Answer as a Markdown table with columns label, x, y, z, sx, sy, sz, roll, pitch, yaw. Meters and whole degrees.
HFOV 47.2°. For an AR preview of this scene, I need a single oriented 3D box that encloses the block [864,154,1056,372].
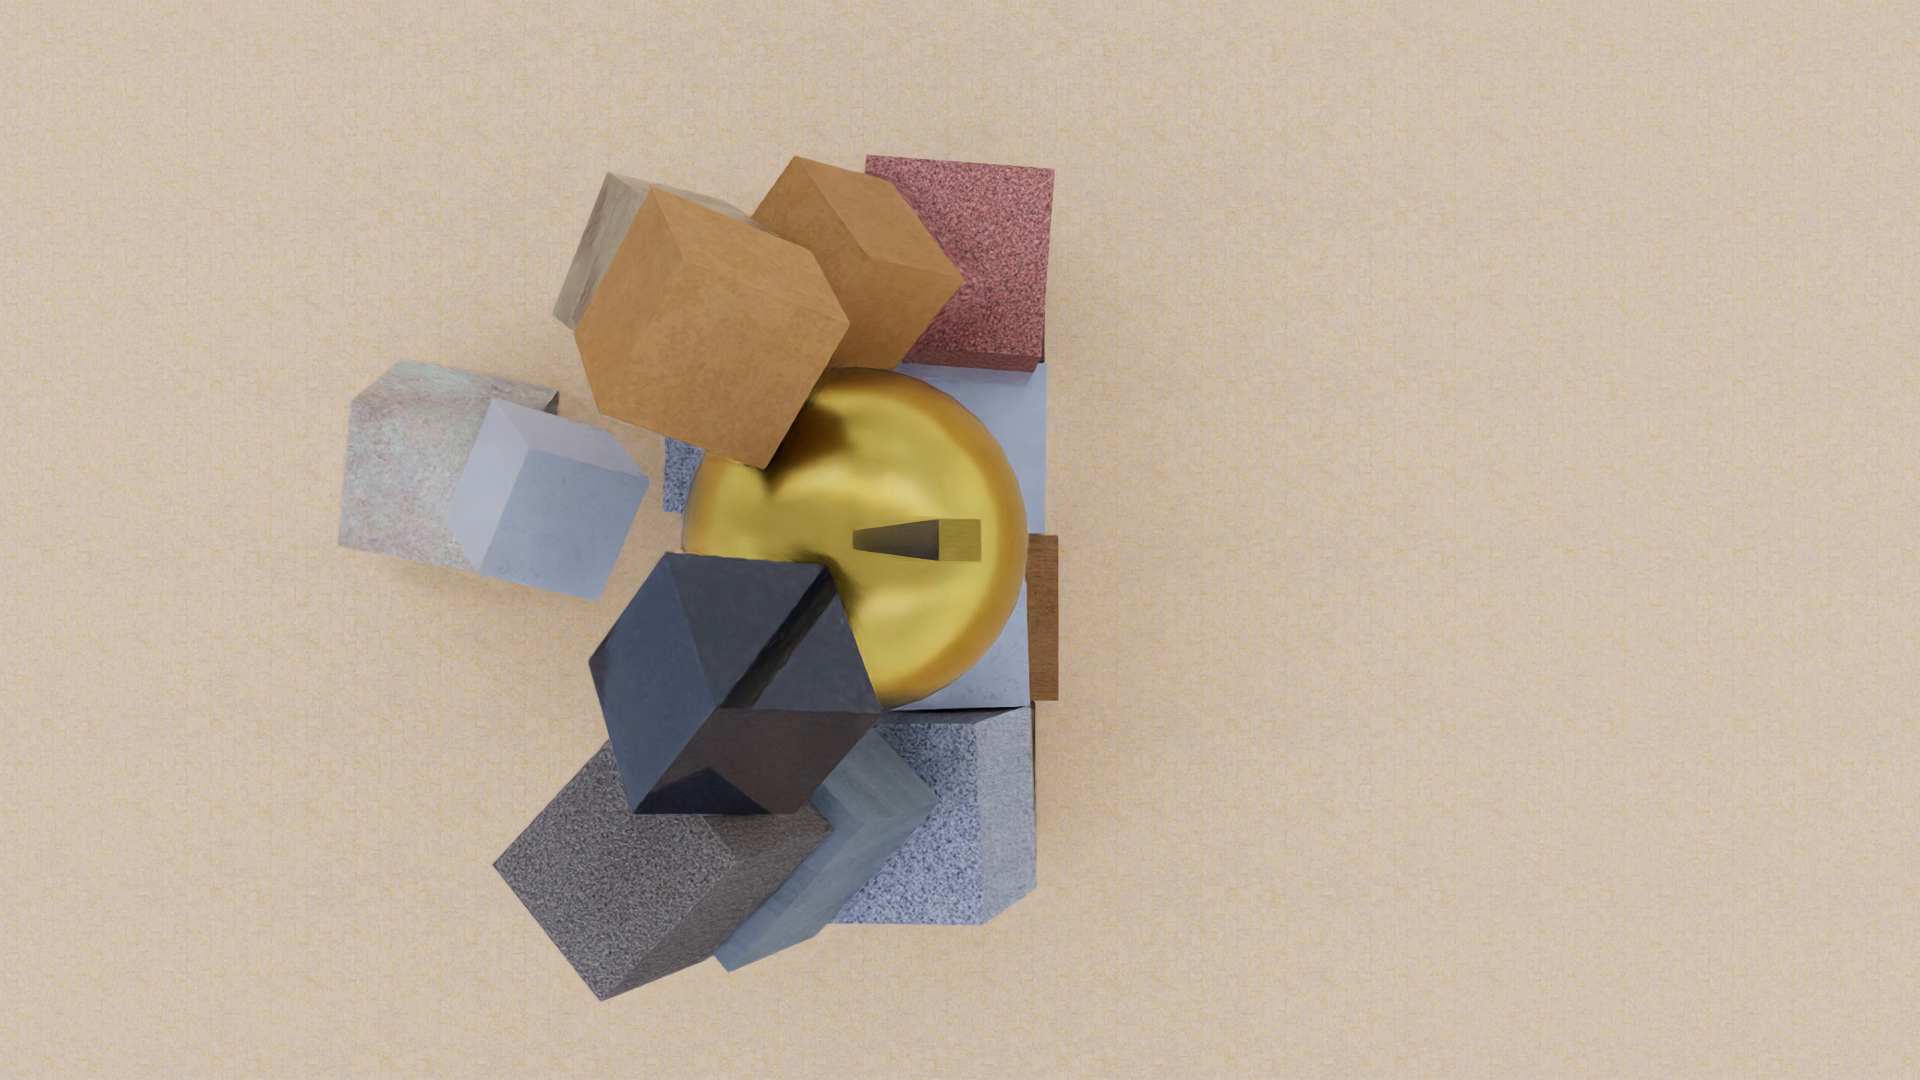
| label | x | y | z | sx | sy | sz | roll | pitch | yaw |
| --- | --- | --- | --- | --- | --- | --- | --- | --- | --- |
| block | -0.032 | -1.416 | 11.465 | 0.943 | 1.037 | 0.938 | 4 | 90 | 0 |

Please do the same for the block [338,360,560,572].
| label | x | y | z | sx | sy | sz | roll | pitch | yaw |
| --- | --- | --- | --- | --- | --- | --- | --- | --- | --- |
| block | -2.876 | -0.418 | 12.432 | 0.931 | 0.906 | 0.845 | 11 | 109 | 0 |

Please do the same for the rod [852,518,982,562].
| label | x | y | z | sx | sy | sz | roll | pitch | yaw |
| --- | --- | --- | --- | --- | --- | --- | --- | --- | --- |
| rod | -0.208 | 0.000 | 6.750 | 0.080 | 5.200 | 0.080 | 0 | 90 | -5 |

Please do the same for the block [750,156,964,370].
| label | x | y | z | sx | sy | sz | roll | pitch | yaw |
| --- | --- | --- | --- | --- | --- | --- | --- | --- | --- |
| block | -0.609 | -1.247 | 10.577 | 0.805 | 0.673 | 0.725 | -50 | 58 | 26 |

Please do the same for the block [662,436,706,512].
| label | x | y | z | sx | sy | sz | roll | pitch | yaw |
| --- | --- | --- | --- | --- | --- | --- | --- | --- | --- |
| block | -1.164 | -0.617 | 12.510 | 0.821 | 0.849 | 0.931 | 3 | 92 | 7 |

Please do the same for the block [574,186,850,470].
| label | x | y | z | sx | sy | sz | roll | pitch | yaw |
| --- | --- | --- | --- | --- | --- | --- | --- | --- | --- |
| block | -1.068 | -0.895 | 9.349 | 0.792 | 0.670 | 0.762 | 19 | 116 | -31 |

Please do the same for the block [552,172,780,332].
| label | x | y | z | sx | sy | sz | roll | pitch | yaw |
| --- | --- | --- | --- | --- | --- | --- | --- | --- | --- |
| block | -1.295 | -1.178 | 10.229 | 0.695 | 0.732 | 0.727 | 37 | 110 | 36 |

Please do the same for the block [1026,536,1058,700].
| label | x | y | z | sx | sy | sz | roll | pitch | yaw |
| --- | --- | --- | --- | --- | --- | --- | --- | --- | --- |
| block | 0.014 | 0.429 | 12.559 | 1.058 | 0.882 | 0.912 | 0 | 90 | 0 |

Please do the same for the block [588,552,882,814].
| label | x | y | z | sx | sy | sz | roll | pitch | yaw |
| --- | --- | --- | --- | --- | --- | --- | --- | --- | --- |
| block | -0.936 | 0.603 | 9.030 | 0.753 | 0.778 | 0.751 | -50 | 49 | 37 |

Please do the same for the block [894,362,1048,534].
| label | x | y | z | sx | sy | sz | roll | pitch | yaw |
| --- | --- | --- | --- | --- | --- | --- | --- | --- | --- |
| block | -0.024 | -0.505 | 12.495 | 0.988 | 1.010 | 0.929 | 1 | 90 | 0 |

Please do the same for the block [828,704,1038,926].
| label | x | y | z | sx | sy | sz | roll | pitch | yaw |
| --- | --- | --- | --- | --- | --- | --- | --- | --- | --- |
| block | -0.229 | 1.395 | 11.370 | 0.988 | 1.139 | 0.984 | -2 | 90 | 15 |

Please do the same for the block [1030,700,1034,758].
| label | x | y | z | sx | sy | sz | roll | pitch | yaw |
| --- | --- | --- | --- | --- | --- | --- | --- | --- | --- |
| block | -0.018 | 1.394 | 12.493 | 0.870 | 0.968 | 0.981 | 0 | 90 | 3 |

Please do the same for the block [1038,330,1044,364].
| label | x | y | z | sx | sy | sz | roll | pitch | yaw |
| --- | --- | --- | --- | --- | --- | --- | --- | --- | --- |
| block | 0.000 | -1.427 | 12.492 | 0.925 | 1.016 | 0.901 | 0 | 90 | 0 |

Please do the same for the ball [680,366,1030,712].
| label | x | y | z | sx | sy | sz | roll | pitch | yaw |
| --- | --- | --- | --- | --- | --- | --- | --- | --- | --- |
| ball | -0.481 | 0.000 | 10.139 | 1.600 | 1.600 | 1.600 | 0 | 90 | 0 |

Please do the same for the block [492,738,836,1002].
| label | x | y | z | sx | sy | sz | roll | pitch | yaw |
| --- | --- | --- | --- | --- | --- | --- | --- | --- | --- |
| block | -1.276 | 1.340 | 9.607 | 0.903 | 0.942 | 0.762 | -46 | 75 | 16 |

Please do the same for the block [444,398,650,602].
| label | x | y | z | sx | sy | sz | roll | pitch | yaw |
| --- | --- | --- | --- | --- | --- | --- | --- | --- | --- |
| block | -2.200 | -0.213 | 11.679 | 0.697 | 0.697 | 0.727 | 16 | 106 | -34 |

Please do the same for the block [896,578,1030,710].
| label | x | y | z | sx | sy | sz | roll | pitch | yaw |
| --- | --- | --- | --- | --- | --- | --- | --- | --- | --- |
| block | -0.007 | 0.471 | 11.776 | 0.717 | 0.684 | 0.809 | -2 | 90 | 0 |

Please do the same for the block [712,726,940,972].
| label | x | y | z | sx | sy | sz | roll | pitch | yaw |
| --- | --- | --- | --- | --- | --- | --- | --- | --- | --- |
| block | -0.878 | 1.306 | 10.458 | 0.904 | 0.935 | 0.973 | 46 | 106 | 15 |
